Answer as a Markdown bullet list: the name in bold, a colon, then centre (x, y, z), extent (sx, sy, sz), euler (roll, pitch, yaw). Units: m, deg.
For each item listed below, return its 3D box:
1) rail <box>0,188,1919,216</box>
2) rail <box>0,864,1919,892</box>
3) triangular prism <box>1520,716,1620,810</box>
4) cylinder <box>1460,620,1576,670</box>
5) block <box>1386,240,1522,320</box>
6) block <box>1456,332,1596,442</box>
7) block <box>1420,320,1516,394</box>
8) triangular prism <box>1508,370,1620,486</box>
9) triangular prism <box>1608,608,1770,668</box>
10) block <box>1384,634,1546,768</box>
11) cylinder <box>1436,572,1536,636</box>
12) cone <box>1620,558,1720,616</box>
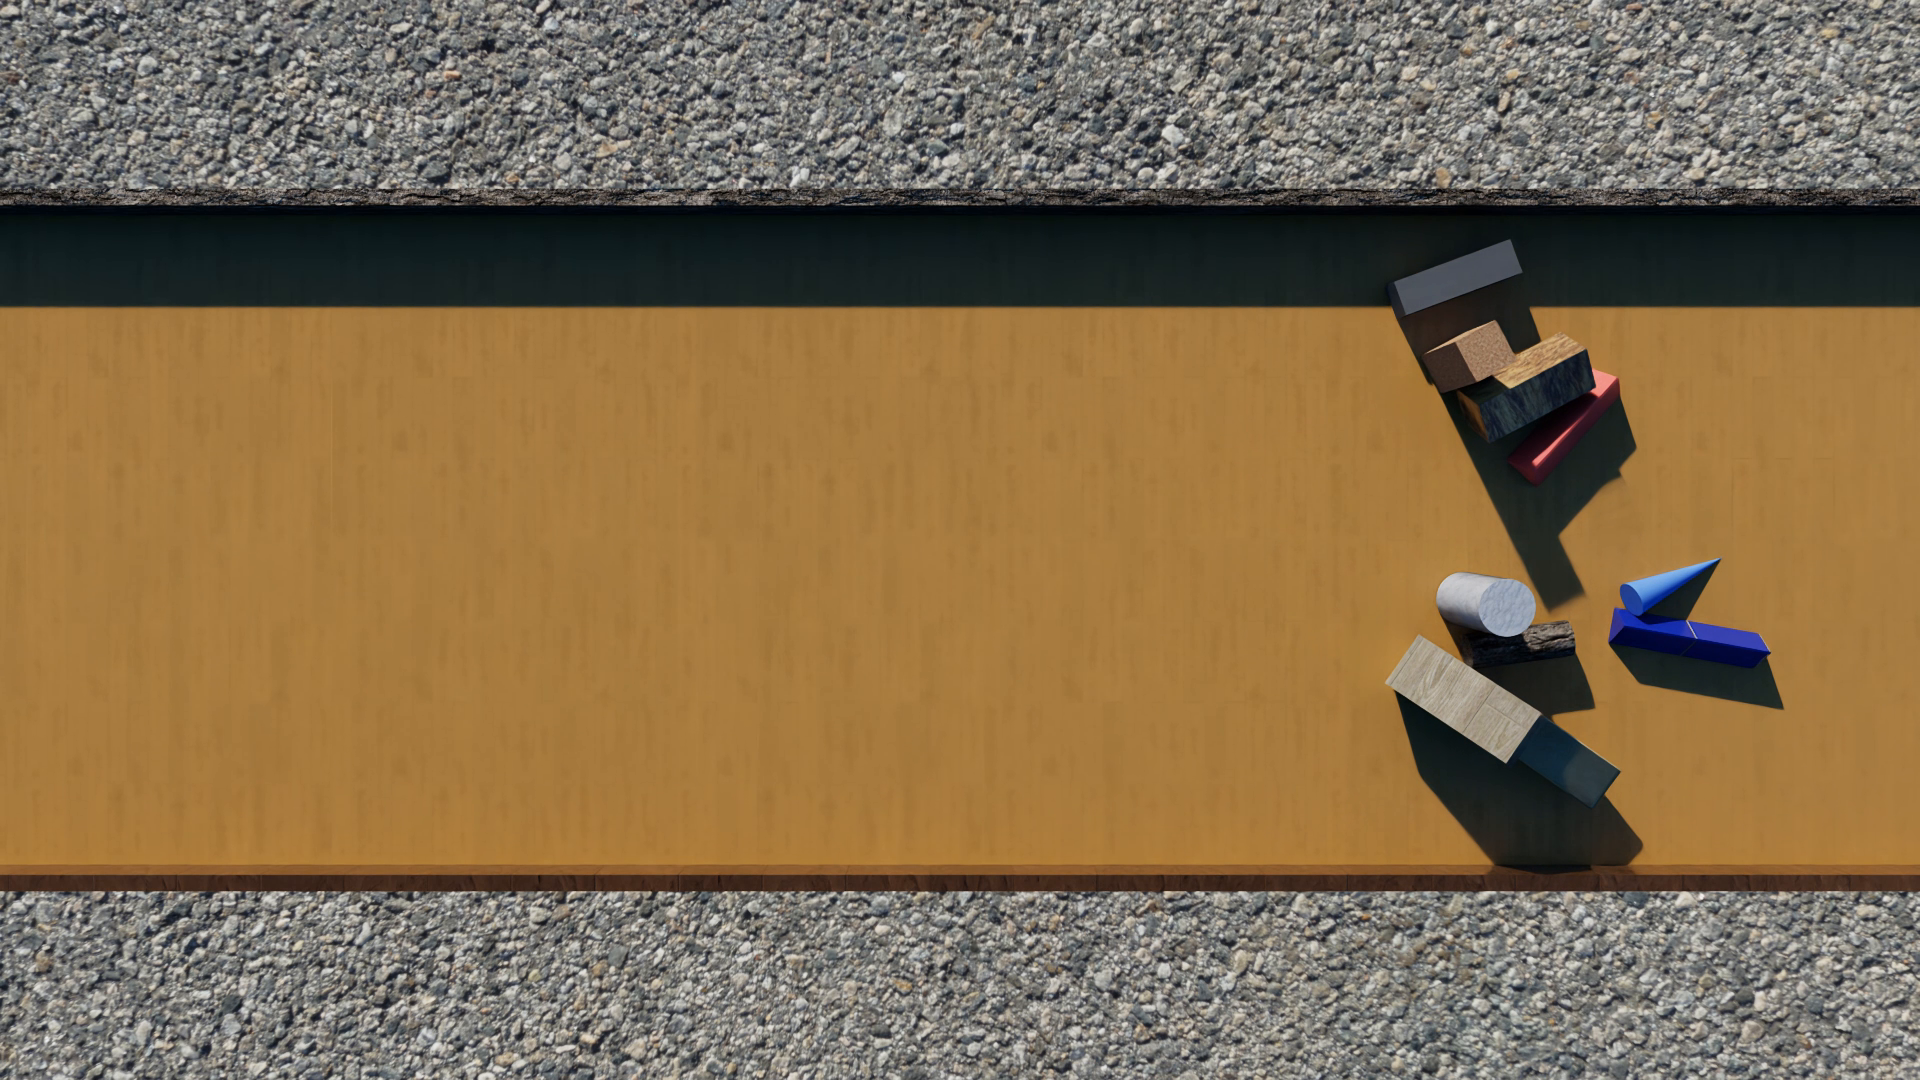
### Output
- **rail**: centre (-2.247, -1.025, 5.002), extent (12.000, 0.150, 0.050), euler (0, 90, 0)
- **rail**: centre (-2.247, 1.025, 5.001), extent (12.000, 0.150, 0.050), euler (0, 90, 0)
- **triangular prism**: centre (1.784, 0.615, 4.981), extent (0.413, 0.147, 0.127), euler (35, 125, 0)
- **cylinder**: centre (1.698, 0.319, 5.021), extent (0.312, 0.111, 0.111), euler (-8, 90, 0)
- **block**: centre (1.501, -0.792, 5.023), extent (0.373, 0.107, 0.107), euler (-20, 90, 0)
- **block**: centre (1.707, -0.460, 4.979), extent (0.362, 0.142, 0.142), euler (-28, 121, 0)
- **block**: centre (1.506, -0.541, 4.899), extent (0.133, 0.355, 0.133), euler (-28, 90, 0)
- **triangular prism**: centre (1.855, -0.346, 5.020), extent (0.123, 0.106, 0.381), euler (42, 90, 0)
- **triangular prism**: centre (2.226, 0.301, 5.027), extent (0.451, 0.093, 0.108), euler (10, 90, 0)
- **block**: centre (1.502, 0.479, 4.901), extent (0.412, 0.176, 0.176), euler (36, 94, 26)
- **cylinder**: centre (1.554, 0.187, 4.890), extent (0.166, 0.365, 0.166), euler (0, 92, -3)
- **cone**: centre (2.196, 0.118, 5.050), extent (0.333, 0.106, 0.106), euler (-23, 90, -9)
